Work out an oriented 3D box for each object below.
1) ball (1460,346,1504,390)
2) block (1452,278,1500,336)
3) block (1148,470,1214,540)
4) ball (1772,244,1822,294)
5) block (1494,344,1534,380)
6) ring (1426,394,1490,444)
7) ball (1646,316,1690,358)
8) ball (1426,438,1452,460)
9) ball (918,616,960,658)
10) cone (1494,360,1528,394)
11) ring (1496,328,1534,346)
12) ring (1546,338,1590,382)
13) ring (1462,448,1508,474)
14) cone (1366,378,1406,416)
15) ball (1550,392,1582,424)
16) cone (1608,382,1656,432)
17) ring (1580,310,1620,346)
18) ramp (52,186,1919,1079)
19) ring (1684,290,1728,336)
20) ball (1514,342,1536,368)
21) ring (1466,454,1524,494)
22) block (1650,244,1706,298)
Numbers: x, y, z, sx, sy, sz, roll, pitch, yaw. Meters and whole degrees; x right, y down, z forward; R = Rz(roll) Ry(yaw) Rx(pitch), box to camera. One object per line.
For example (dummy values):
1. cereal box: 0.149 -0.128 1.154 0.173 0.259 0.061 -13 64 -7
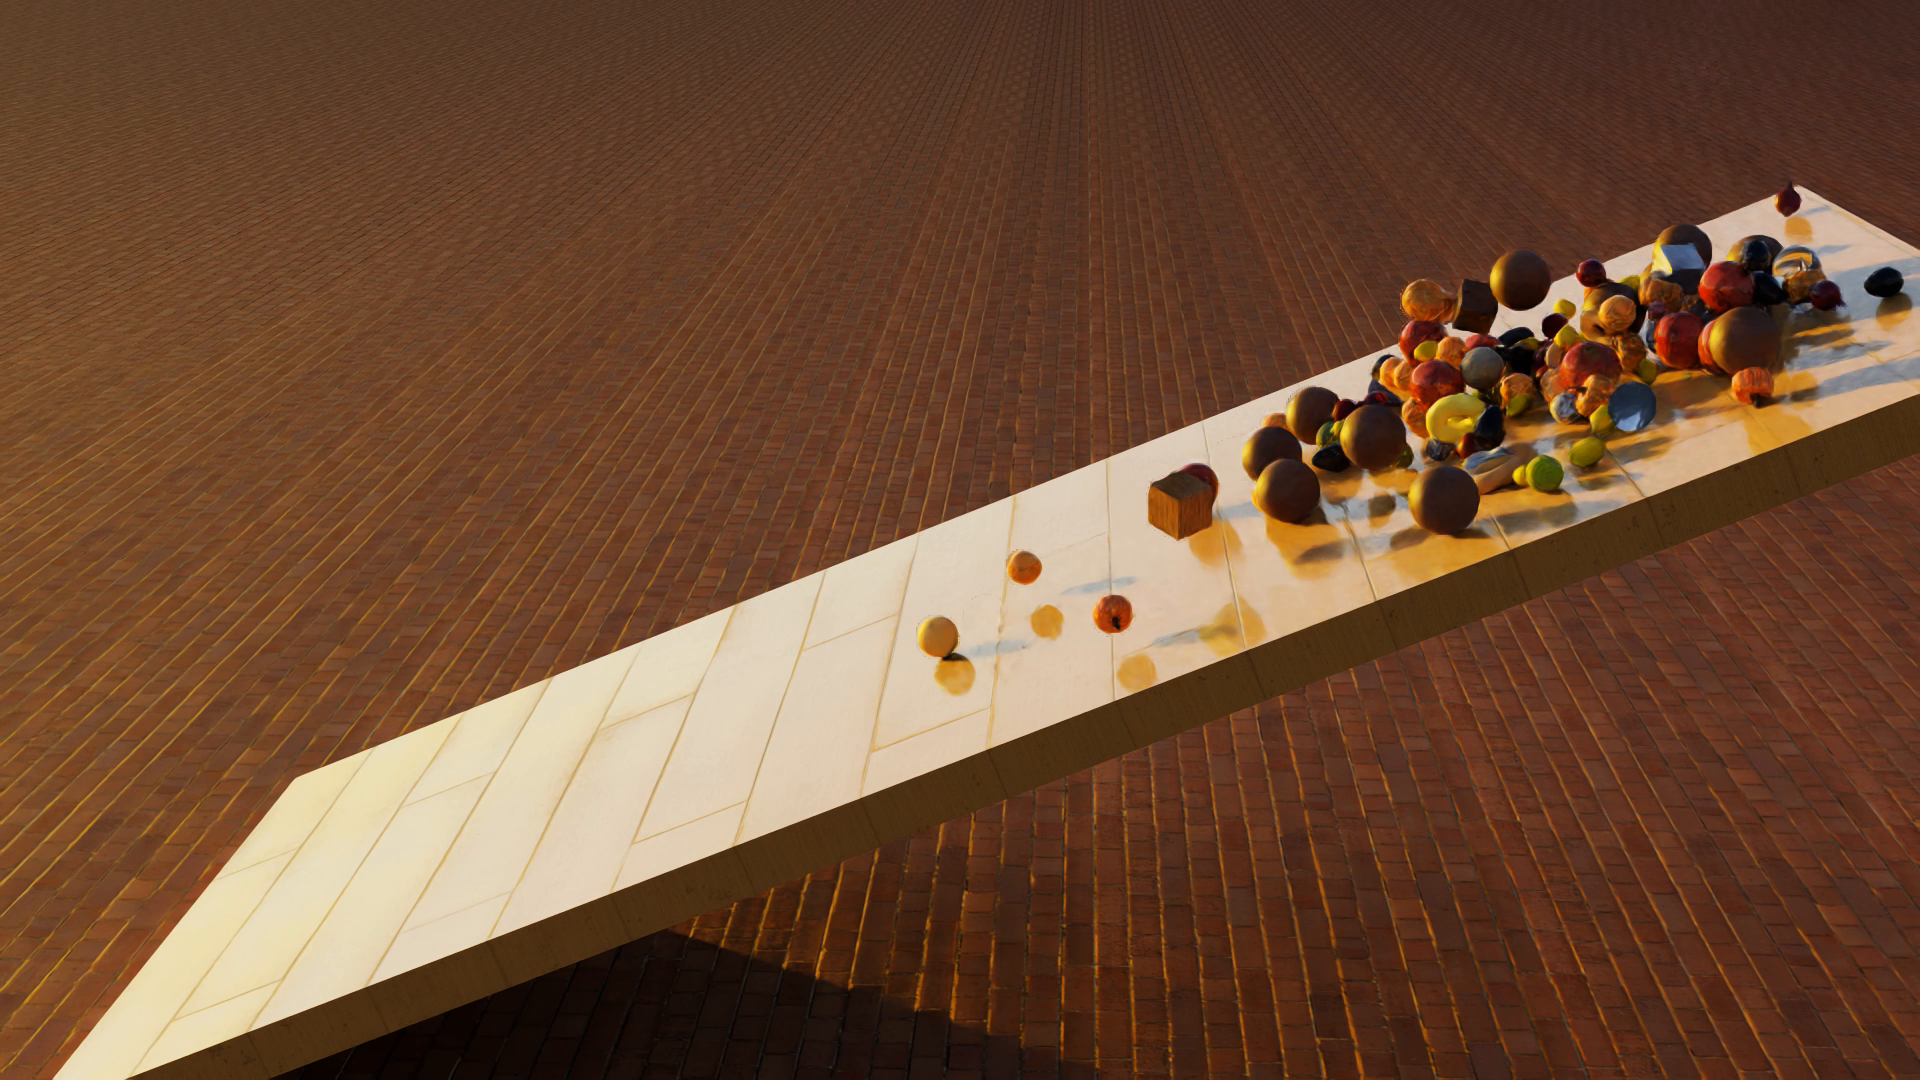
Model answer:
1. ball: 1.073 -0.352 6.042 0.090 0.090 0.090 0 14 0
2. block: 1.134 -0.513 6.470 0.080 0.080 0.080 11 -29 -1
3. block: 0.439 -0.070 5.849 0.090 0.090 0.090 -23 38 -31
4. ball: 1.715 -0.555 6.029 0.099 0.099 0.099 0 14 0
5. block: 1.175 -0.380 6.270 0.060 0.060 0.060 3 12 -26
6. ring: 0.990 -0.241 5.850 0.127 0.127 0.042 0 50 -2
7. ball: 1.431 -0.410 5.942 0.088 0.088 0.088 0 14 0
8. ball: 0.965 -0.185 5.931 0.050 0.050 0.050 0 14 0
9. ball: -0.045 0.199 6.043 0.086 0.086 0.086 0 14 0
10. cone: 1.158 -0.349 6.198 0.068 0.068 0.068 -7 12 2
11. ring: 1.219 -0.432 6.468 0.094 0.094 0.031 -7 55 -25
12. ring: 1.263 -0.376 6.113 0.094 0.094 0.031 3 -7 11
13. ring: 1.024 -0.153 5.733 0.094 0.031 0.094 -22 12 5
14. cone: 0.950 -0.311 6.527 0.083 0.083 0.083 10 17 17
15. ball: 1.196 -0.260 5.803 0.063 0.063 0.063 0 14 0
16. cone: 1.299 -0.249 5.616 0.095 0.095 0.095 9 0 31
17. ring: 1.308 -0.433 6.012 0.092 0.092 0.031 15 55 47
18. ramp: 0.126 0.172 6.288 4.000 0.100 2.000 -21 12 8
19. ring: 1.525 -0.466 6.026 0.037 0.111 0.111 41 10 -10
20. ball: 1.214 -0.395 6.351 0.061 0.061 0.061 0 14 0
21. ring: 1.020 -0.125 5.604 0.117 0.039 0.117 -26 12 6
22. block: 1.485 -0.558 6.083 0.075 0.075 0.075 -5 48 -12
